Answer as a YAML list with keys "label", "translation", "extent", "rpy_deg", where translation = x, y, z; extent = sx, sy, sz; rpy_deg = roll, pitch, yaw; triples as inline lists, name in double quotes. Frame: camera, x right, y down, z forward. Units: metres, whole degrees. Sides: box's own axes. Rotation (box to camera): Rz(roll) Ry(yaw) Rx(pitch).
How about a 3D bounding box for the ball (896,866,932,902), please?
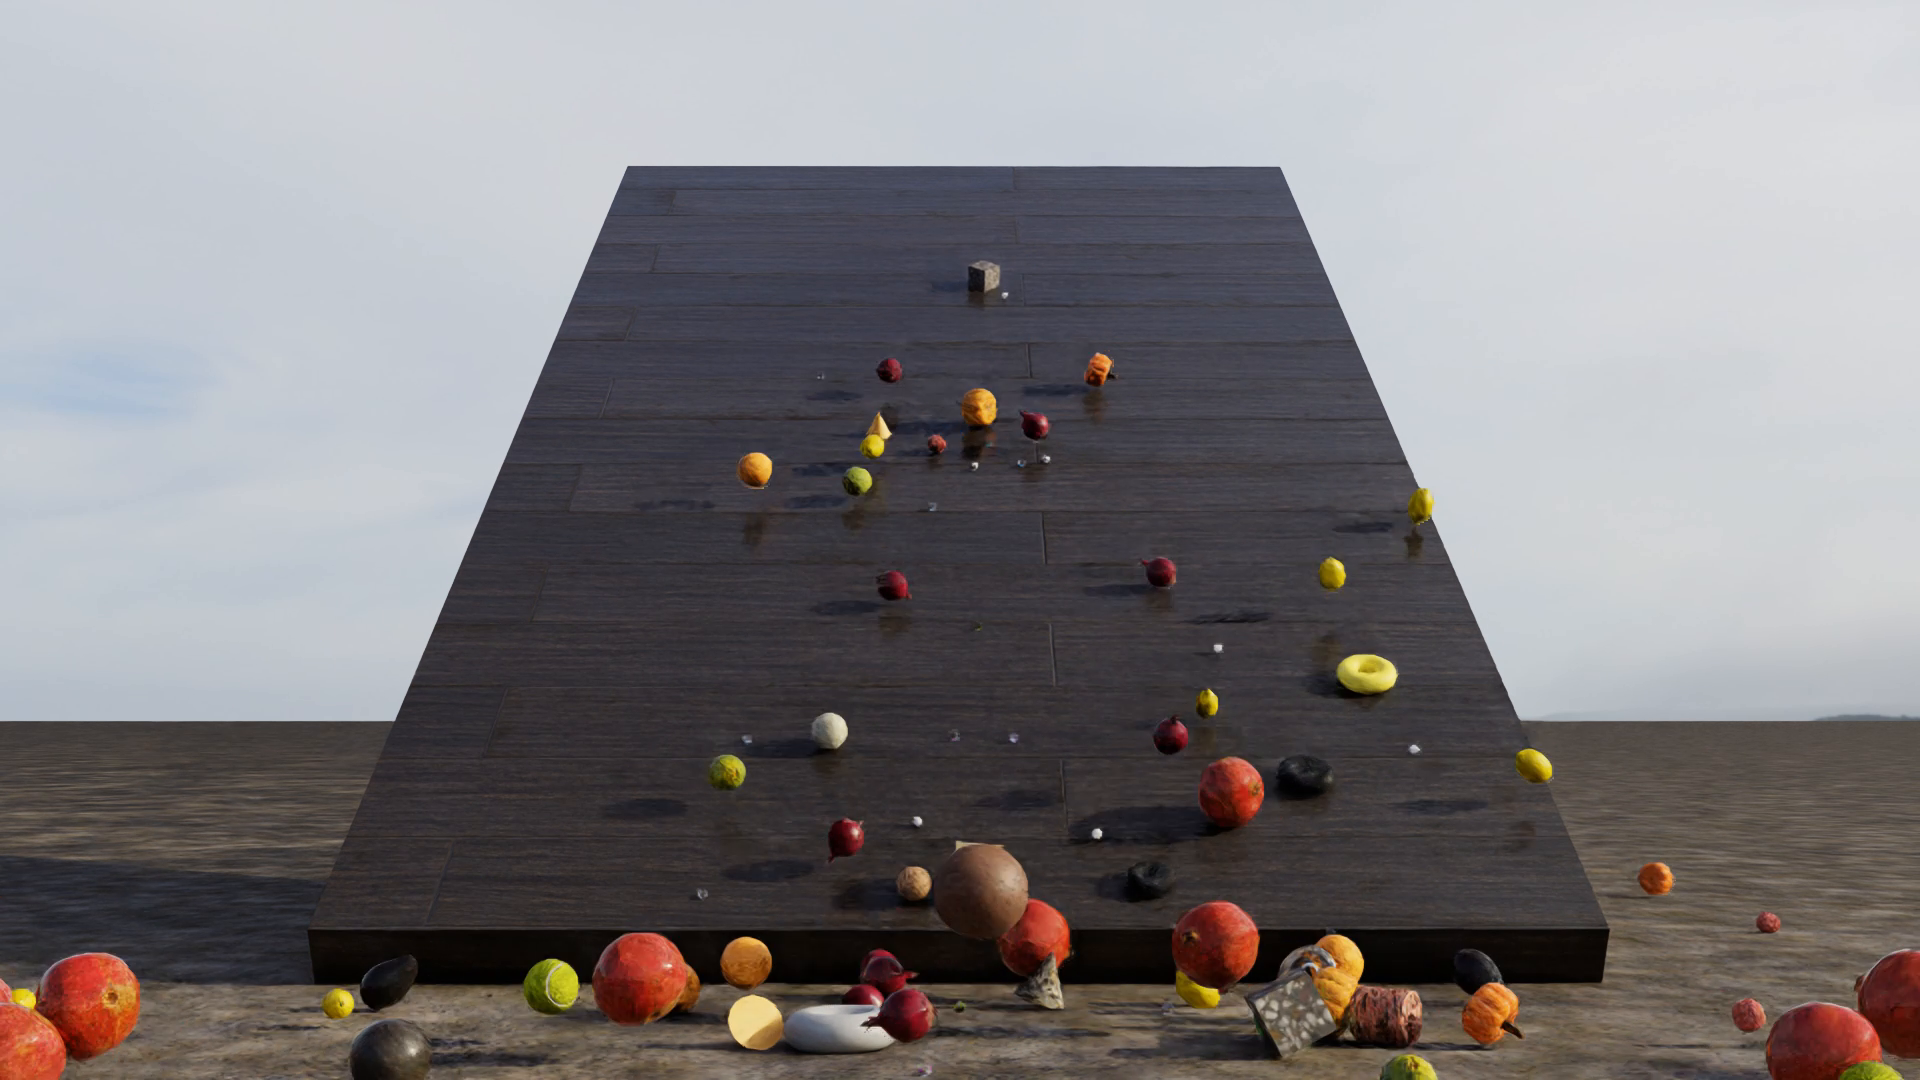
- label: "ball"
  translation: [-0.072, 0.537, 3.679]
  extent: [0.055, 0.055, 0.055]
  rpy_deg: [0, -4, 0]

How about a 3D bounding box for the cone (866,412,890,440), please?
- label: "cone"
  translation: [-0.184, -0.265, 5.332]
  extent: [0.056, 0.056, 0.056]
  rpy_deg: [0, 26, 0]

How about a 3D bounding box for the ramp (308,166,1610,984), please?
- label: "ramp"
  translation: [-0.010, -0.229, 5.436]
  extent: [2.000, 0.100, 4.000]
  rpy_deg: [0, 26, 0]

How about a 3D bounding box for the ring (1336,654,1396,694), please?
- label: "ring"
  translation: [0.744, 0.245, 4.306]
  extent: [0.110, 0.037, 0.110]
  rpy_deg: [0, 26, 0]

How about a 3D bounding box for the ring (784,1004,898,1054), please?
- label: "ring"
  translation: [-0.148, 0.612, 2.947]
  extent: [0.144, 0.048, 0.144]
  rpy_deg: [-1, -4, 0]

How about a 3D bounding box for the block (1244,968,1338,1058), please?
- label: "block"
  translation: [0.404, 0.578, 2.878]
  extent: [0.076, 0.076, 0.076]
  rpy_deg: [-27, -5, -4]

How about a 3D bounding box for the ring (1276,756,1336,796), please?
- label: "ring"
  translation: [0.587, 0.399, 3.990]
  extent: [0.102, 0.034, 0.102]
  rpy_deg: [-1, 26, 1]

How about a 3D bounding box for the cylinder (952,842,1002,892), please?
- label: "cylinder"
  translation: [0.028, 0.513, 3.697]
  extent: [0.074, 0.074, 0.074]
  rpy_deg: [4, -4, 1]

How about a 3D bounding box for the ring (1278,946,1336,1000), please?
- label: "ring"
  translation: [0.457, 0.573, 3.097]
  extent: [0.082, 0.082, 0.027]
  rpy_deg: [-3, -33, 35]

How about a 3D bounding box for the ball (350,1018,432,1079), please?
- label: "ball"
  translation: [-0.618, 0.563, 2.555]
  extent: [0.087, 0.087, 0.087]
  rpy_deg: [0, -4, 0]

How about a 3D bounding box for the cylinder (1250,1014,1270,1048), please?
- label: "cylinder"
  translation: [0.405, 0.603, 2.947]
  extent: [0.065, 0.065, 0.065]
  rpy_deg: [2, -34, -21]

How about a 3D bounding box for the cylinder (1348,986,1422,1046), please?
- label: "cylinder"
  translation: [0.539, 0.602, 2.981]
  extent: [0.070, 0.070, 0.070]
  rpy_deg: [-2, -4, 33]

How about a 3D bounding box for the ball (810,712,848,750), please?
- label: "ball"
  translation: [-0.227, 0.332, 4.090]
  extent: [0.064, 0.064, 0.064]
  rpy_deg: [0, -4, 0]

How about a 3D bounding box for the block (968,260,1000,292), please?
- label: "block"
  translation: [0.064, -0.698, 6.223]
  extent: [0.058, 0.058, 0.058]
  rpy_deg: [22, 33, 38]

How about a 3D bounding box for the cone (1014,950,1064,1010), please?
- label: "cone"
  translation: [0.123, 0.618, 3.341]
  extent: [0.074, 0.074, 0.074]
  rpy_deg: [16, -1, 0]

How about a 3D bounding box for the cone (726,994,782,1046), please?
- label: "cone"
  translation: [-0.269, 0.621, 2.966]
  extent: [0.072, 0.072, 0.072]
  rpy_deg: [2, -37, -20]

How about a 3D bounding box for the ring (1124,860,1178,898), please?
- label: "ring"
  translation: [0.302, 0.535, 3.717]
  extent: [0.083, 0.028, 0.083]
  rpy_deg: [-1, 25, 0]
